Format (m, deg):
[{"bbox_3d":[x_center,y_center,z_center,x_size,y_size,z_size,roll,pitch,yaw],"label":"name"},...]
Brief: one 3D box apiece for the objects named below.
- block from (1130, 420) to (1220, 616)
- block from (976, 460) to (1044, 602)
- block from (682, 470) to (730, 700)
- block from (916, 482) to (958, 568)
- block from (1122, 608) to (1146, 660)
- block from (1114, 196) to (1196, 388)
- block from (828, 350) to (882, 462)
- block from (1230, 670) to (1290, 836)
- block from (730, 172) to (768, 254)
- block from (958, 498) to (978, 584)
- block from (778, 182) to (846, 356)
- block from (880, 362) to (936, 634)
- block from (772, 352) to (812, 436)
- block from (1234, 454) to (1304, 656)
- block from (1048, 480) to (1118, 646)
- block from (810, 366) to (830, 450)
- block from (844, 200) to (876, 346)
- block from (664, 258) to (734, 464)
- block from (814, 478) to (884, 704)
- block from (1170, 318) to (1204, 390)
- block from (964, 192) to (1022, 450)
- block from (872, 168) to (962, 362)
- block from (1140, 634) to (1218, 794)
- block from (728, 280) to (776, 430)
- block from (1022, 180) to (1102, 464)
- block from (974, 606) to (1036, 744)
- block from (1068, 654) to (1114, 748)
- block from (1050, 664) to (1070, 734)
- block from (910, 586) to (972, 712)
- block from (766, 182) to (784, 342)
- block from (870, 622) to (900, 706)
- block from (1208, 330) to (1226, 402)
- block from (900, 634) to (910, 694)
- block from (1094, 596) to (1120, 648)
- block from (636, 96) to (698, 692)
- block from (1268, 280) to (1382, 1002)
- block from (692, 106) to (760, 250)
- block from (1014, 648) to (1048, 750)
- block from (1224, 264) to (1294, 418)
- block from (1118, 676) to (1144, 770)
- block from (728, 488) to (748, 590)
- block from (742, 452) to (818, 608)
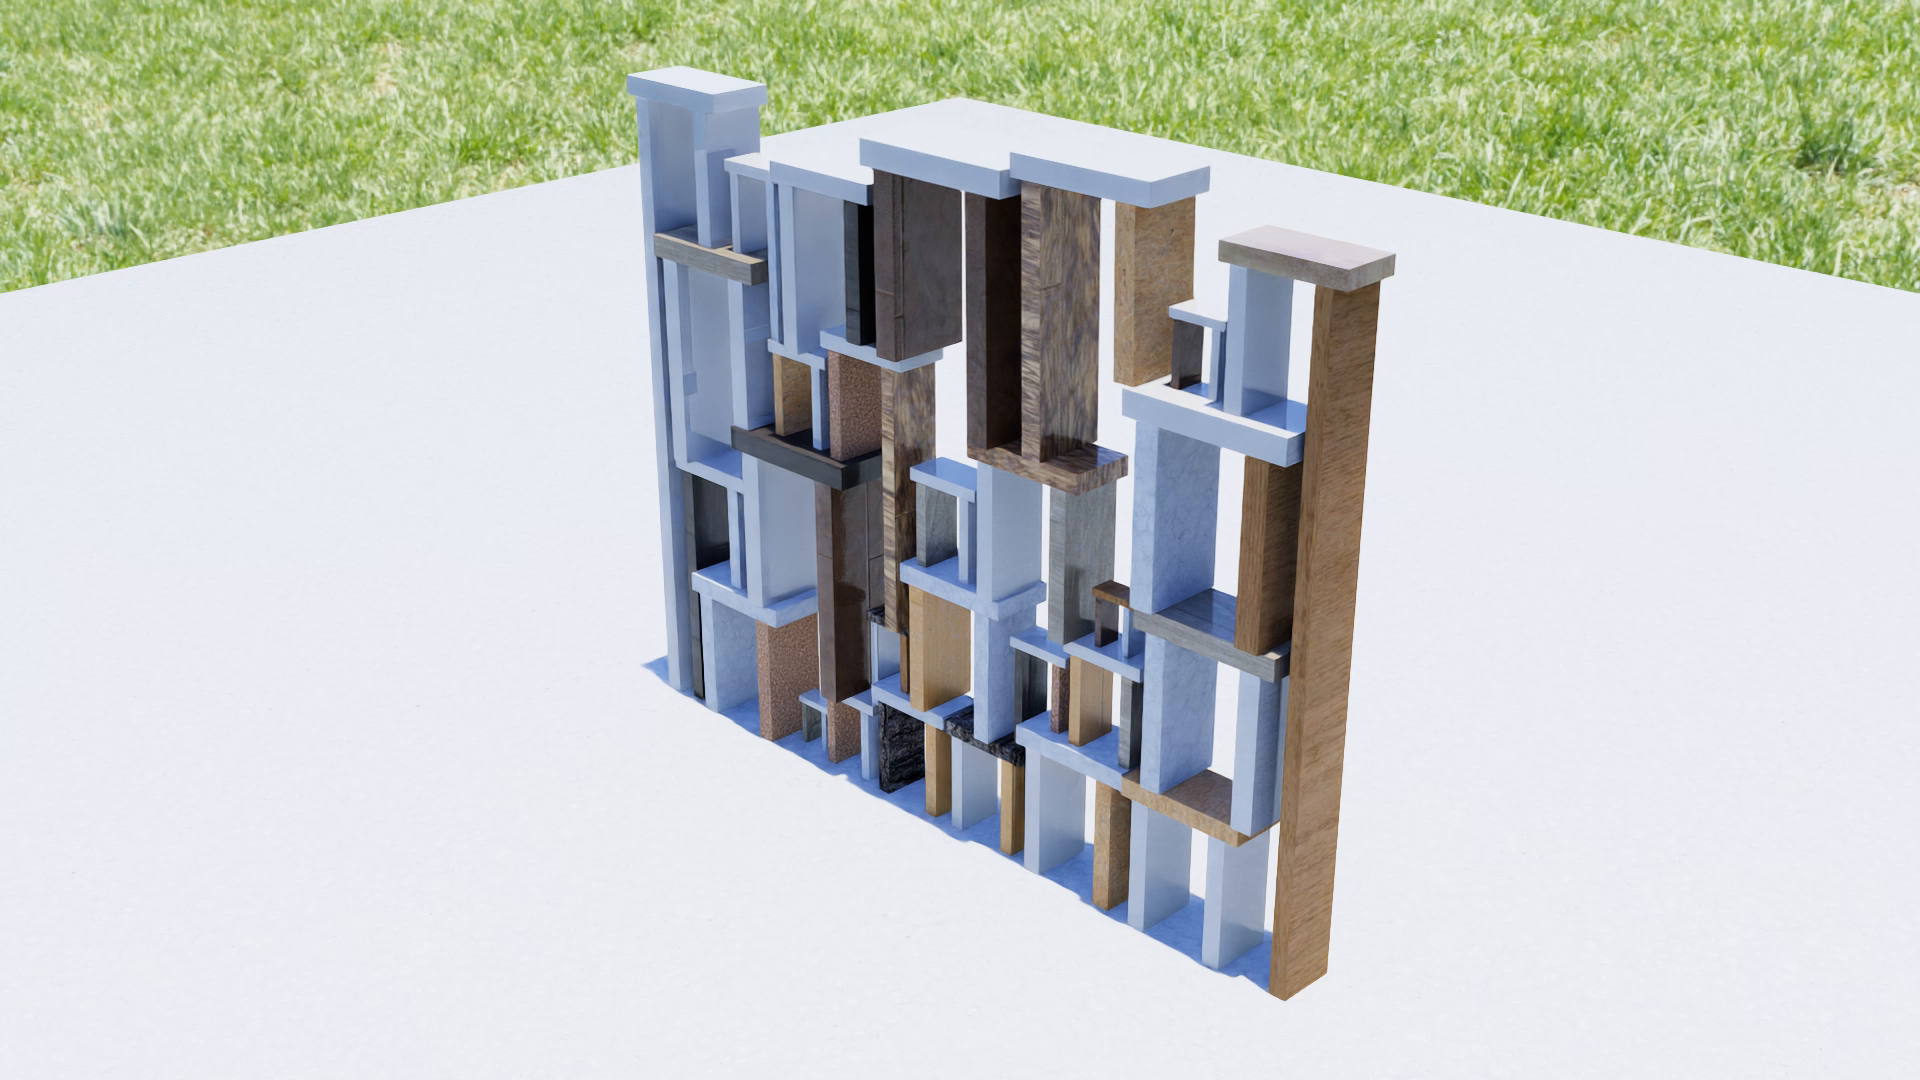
[{"bbox_3d":[0.372,-0.059,3.791,0.049,0.345,0.172,21,31,41],"label":"block"},{"bbox_3d":[0.093,-0.033,4.108,0.039,0.274,0.137,21,31,41],"label":"block"},{"bbox_3d":[-0.545,0.088,4.856,0.032,0.545,0.113,21,31,41],"label":"block"},{"bbox_3d":[-0.044,-0.041,4.254,0.024,0.173,0.086,21,31,41],"label":"block"},{"bbox_3d":[0.313,0.160,3.944,0.050,0.099,0.014,-21,31,-40],"label":"block"},{"bbox_3d":[0.327,-0.427,3.694,0.044,0.311,0.155,20,30,41],"label":"block"},{"bbox_3d":[-0.204,-0.277,4.321,0.112,0.225,0.032,-21,31,-41],"label":"block"},{"bbox_3d":[0.538,0.343,3.788,0.043,0.306,0.153,21,31,40],"label":"block"},{"bbox_3d":[-0.417,-0.659,4.389,0.023,0.163,0.081,21,31,40],"label":"block"},{"bbox_3d":[0.037,-0.009,4.179,0.024,0.173,0.086,21,31,41],"label":"block"},{"bbox_3d":[-0.284,-0.541,4.298,0.039,0.337,0.138,21,31,40],"label":"block"},{"bbox_3d":[-0.098,-0.087,4.287,0.032,0.548,0.113,21,31,41],"label":"block"},{"bbox_3d":[-0.335,-0.304,4.452,0.086,0.172,0.024,-21,31,-40],"label":"block"},{"bbox_3d":[0.536,0.004,3.642,0.049,0.345,0.172,22,31,40],"label":"block"},{"bbox_3d":[0.222,0.029,3.994,0.137,0.300,0.039,-21,31,-40],"label":"block"},{"bbox_3d":[-0.254,-0.272,4.378,0.024,0.172,0.086,21,31,41],"label":"block"},{"bbox_3d":[-0.154,-0.518,4.165,0.039,0.276,0.138,21,31,41],"label":"block"},{"bbox_3d":[-0.540,-0.392,4.644,0.044,0.441,0.156,21,31,41],"label":"block"},{"bbox_3d":[-0.211,0.085,4.489,0.169,0.478,0.048,-21,31,-41],"label":"block"},{"bbox_3d":[0.381,-0.316,3.675,0.061,0.121,0.017,-21,32,-40],"label":"block"},{"bbox_3d":[0.091,-0.408,3.945,0.178,0.466,0.050,-22,31,-40],"label":"block"},{"bbox_3d":[-0.076,-0.524,4.078,0.050,0.356,0.178,21,31,41],"label":"block"},{"bbox_3d":[0.392,0.287,3.920,0.043,0.306,0.153,21,31,40],"label":"block"},{"bbox_3d":[-0.393,-0.393,4.483,0.156,0.312,0.044,-21,31,-41],"label":"block"},{"bbox_3d":[0.177,-0.395,3.866,0.155,0.504,0.044,-22,31,-40],"label":"block"},{"bbox_3d":[0.087,0.246,4.241,0.038,0.269,0.133,21,31,41],"label":"block"},{"bbox_3d":[0.244,0.284,4.080,0.092,0.184,0.026,-21,31,-41],"label":"block"},{"bbox_3d":[0.202,0.287,4.127,0.020,0.141,0.071,21,31,41],"label":"block"},{"bbox_3d":[-0.038,0.196,4.356,0.038,0.266,0.133,21,31,41],"label":"block"},{"bbox_3d":[-0.340,-0.555,4.349,0.081,0.323,0.023,-21,31,-40],"label":"block"},{"bbox_3d":[-0.151,0.243,4.494,0.018,0.185,0.064,21,31,41],"label":"block"},{"bbox_3d":[0.438,-0.294,3.622,0.017,0.121,0.061,22,32,40],"label":"block"},{"bbox_3d":[-0.090,0.240,4.428,0.018,0.129,0.064,21,31,41],"label":"block"},{"bbox_3d":[0.267,0.142,3.987,0.050,0.099,0.014,-21,31,-41],"label":"block"},{"bbox_3d":[-0.595,-0.298,4.751,0.039,1.338,0.138,21,31,41],"label":"block"},{"bbox_3d":[0.601,0.192,3.652,0.125,1.294,0.035,-21,31,-41],"label":"block"},{"bbox_3d":[-0.466,-0.736,4.424,0.138,0.276,0.039,-21,31,-40],"label":"block"},{"bbox_3d":[0.136,0.294,4.202,0.071,0.212,0.020,-21,31,-41],"label":"block"},{"bbox_3d":[0.484,-0.335,3.555,0.035,0.249,0.125,21,31,41],"label":"block"},{"bbox_3d":[0.330,0.318,4.000,0.026,0.184,0.092,21,31,41],"label":"block"},{"bbox_3d":[-0.439,-0.017,4.696,0.113,0.225,0.032,-21,31,-41],"label":"block"},{"bbox_3d":[-0.370,-0.042,4.609,0.169,0.338,0.048,-21,31,-41],"label":"block"}]
